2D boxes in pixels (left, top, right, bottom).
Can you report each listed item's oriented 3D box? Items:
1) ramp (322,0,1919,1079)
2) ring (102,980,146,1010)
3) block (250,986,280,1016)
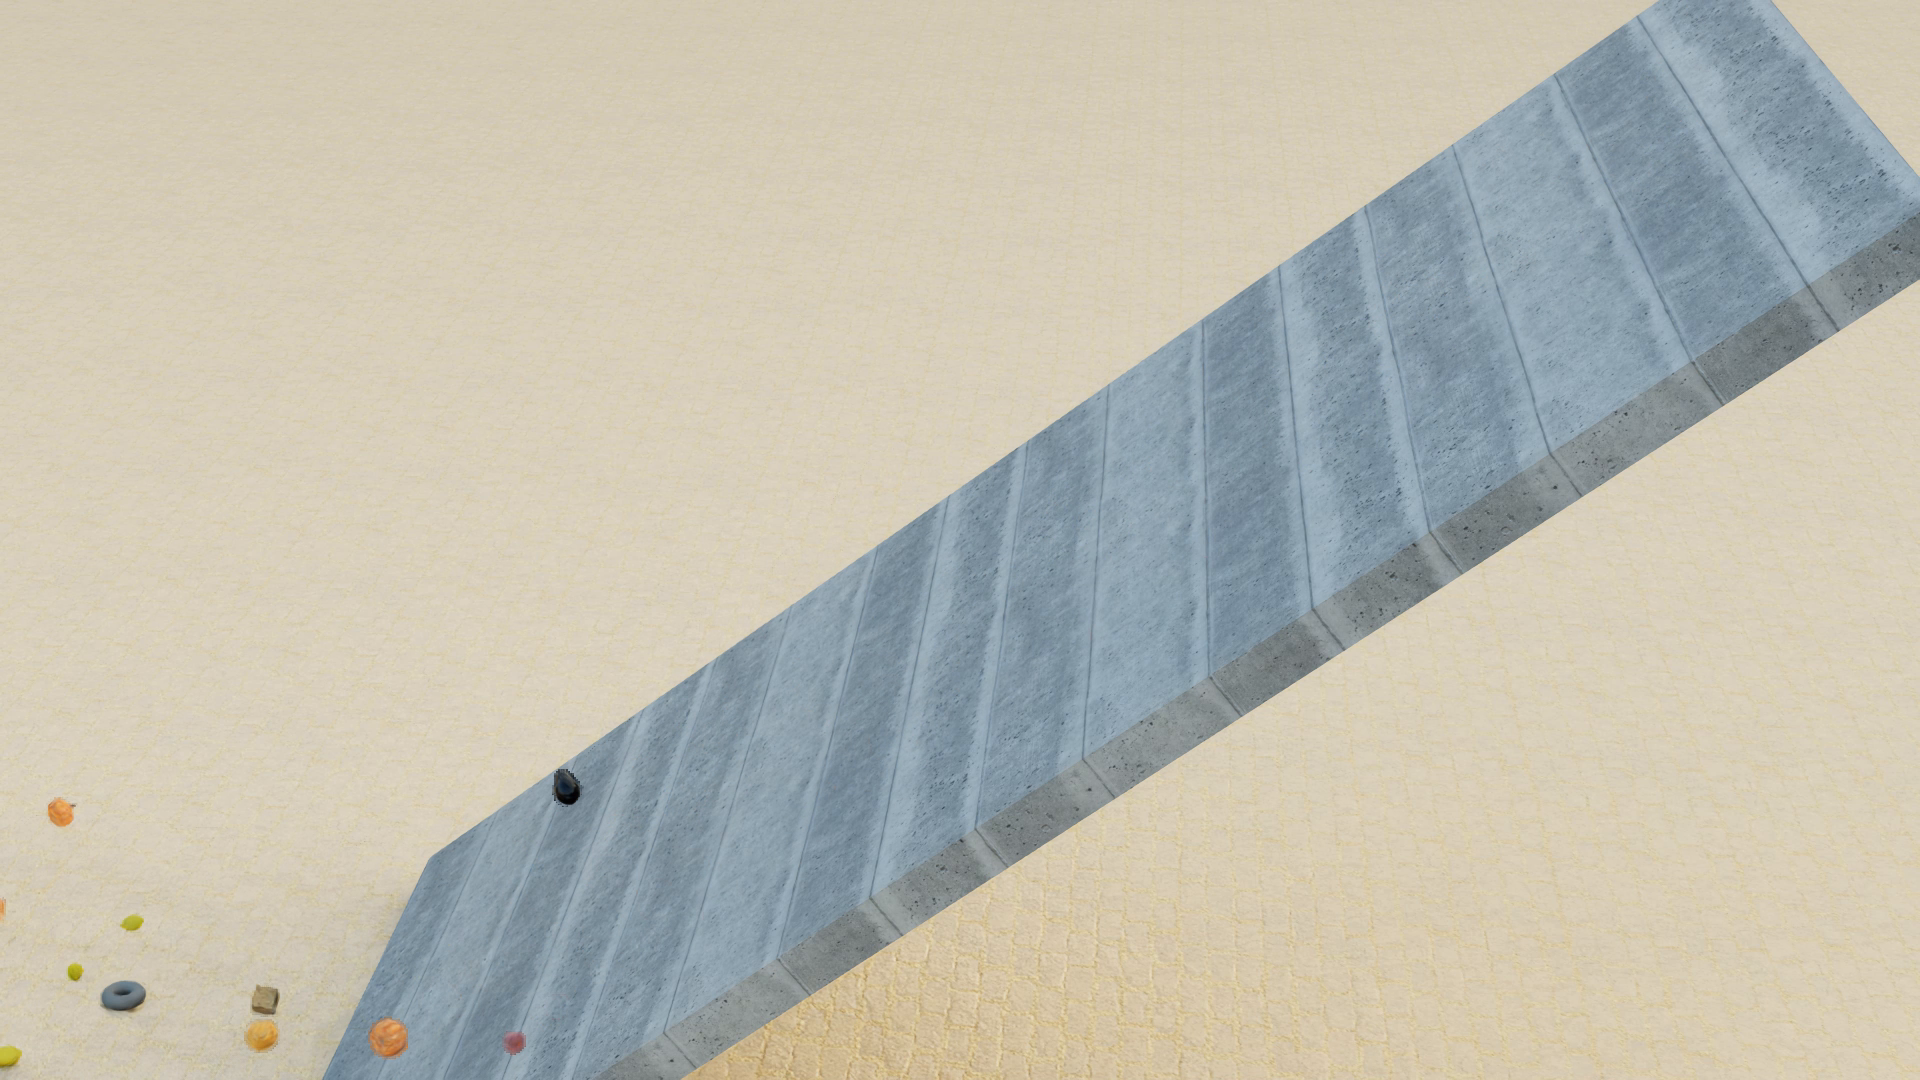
[{"bbox_3d":[0.127,0.180,6.326,4.000,0.100,2.000,-35,16,17],"label":"ramp"},{"bbox_3d":[-2.073,1.129,7.292,0.107,0.036,0.107,1,23,0],"label":"ring"},{"bbox_3d":[-1.694,1.123,7.174,0.052,0.052,0.052,10,62,0],"label":"block"}]
